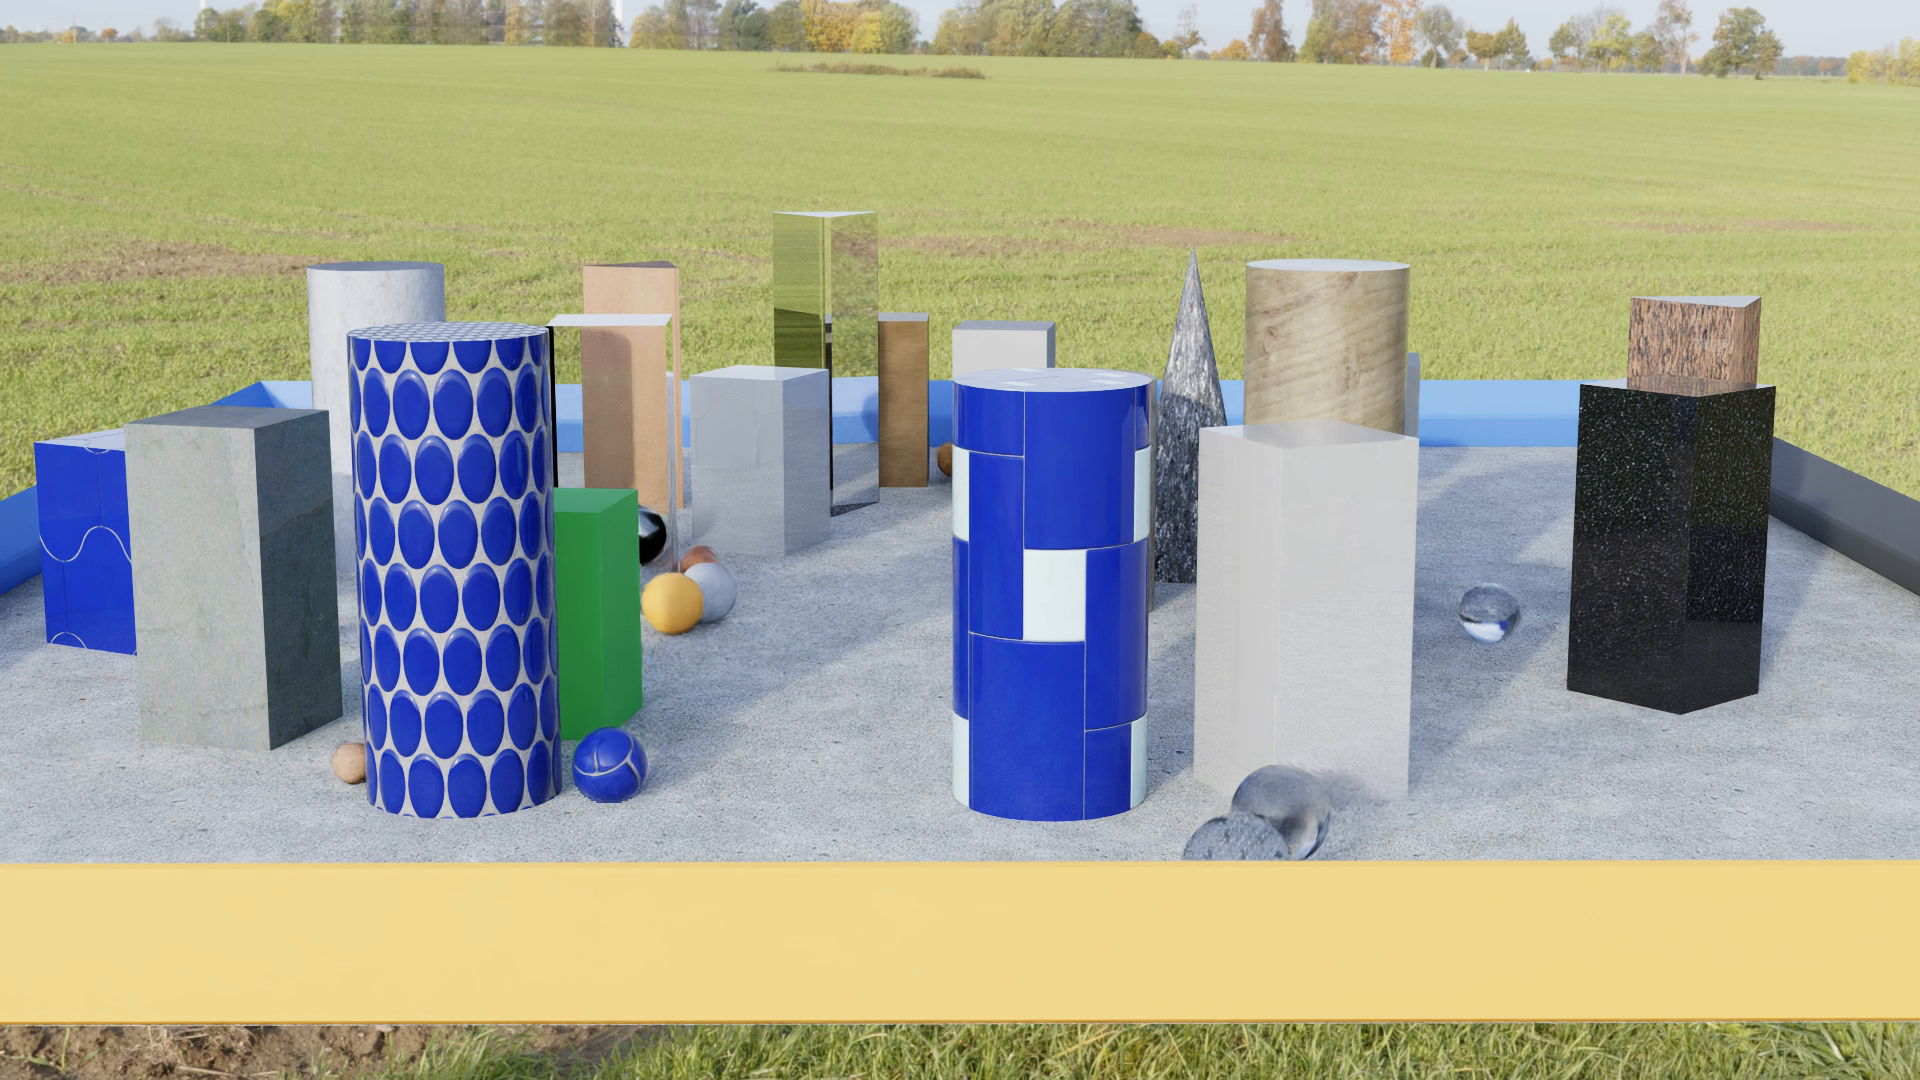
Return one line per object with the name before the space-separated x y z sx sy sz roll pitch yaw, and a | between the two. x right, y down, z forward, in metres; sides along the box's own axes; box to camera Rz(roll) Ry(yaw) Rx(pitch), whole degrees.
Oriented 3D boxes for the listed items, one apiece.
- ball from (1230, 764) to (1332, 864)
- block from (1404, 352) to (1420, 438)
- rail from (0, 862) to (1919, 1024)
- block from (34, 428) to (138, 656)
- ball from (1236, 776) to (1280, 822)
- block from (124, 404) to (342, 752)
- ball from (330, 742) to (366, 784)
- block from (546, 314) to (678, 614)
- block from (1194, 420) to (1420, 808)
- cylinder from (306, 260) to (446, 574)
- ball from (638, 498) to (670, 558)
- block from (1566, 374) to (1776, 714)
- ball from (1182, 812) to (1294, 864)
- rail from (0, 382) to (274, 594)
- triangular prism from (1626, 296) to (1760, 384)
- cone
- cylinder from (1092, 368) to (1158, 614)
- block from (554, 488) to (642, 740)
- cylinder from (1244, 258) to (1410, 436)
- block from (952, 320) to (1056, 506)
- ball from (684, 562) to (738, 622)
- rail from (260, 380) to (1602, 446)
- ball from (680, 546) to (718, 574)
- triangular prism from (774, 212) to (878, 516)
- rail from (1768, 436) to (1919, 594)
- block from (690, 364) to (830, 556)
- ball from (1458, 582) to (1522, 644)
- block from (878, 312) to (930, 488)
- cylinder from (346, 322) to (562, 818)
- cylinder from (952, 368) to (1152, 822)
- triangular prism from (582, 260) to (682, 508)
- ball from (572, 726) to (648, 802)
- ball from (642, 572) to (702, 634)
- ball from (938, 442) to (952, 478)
ball | 0.295 0.252 2.363 0.093 0.093 0.093 0 11 0
block | 0.536 -0.077 3.469 0.157 0.339 0.157 2 11 9
rail | 0.009 0.304 1.984 2.669 0.127 0.045 0 11 0
block | -1.059 -0.002 3.281 0.157 0.258 0.157 6 12 28
ball | 0.290 0.252 2.497 0.044 0.044 0.044 0 11 0
block | -0.795 0.038 2.820 0.157 0.349 0.157 3 11 16
ball | -0.624 0.228 2.632 0.043 0.043 0.043 0 11 0
block | -0.470 -0.105 3.483 0.157 0.388 0.157 -1 11 -3
block | 0.346 0.073 2.584 0.157 0.365 0.157 -5 12 -25
cylinder | -0.850 -0.183 3.769 0.196 0.437 0.196 0 11 0
ball | -0.479 -0.018 3.838 0.087 0.087 0.087 0 11 0
block | 0.826 0.000 2.985 0.157 0.363 0.157 -9 14 -40
ball | 0.238 0.282 2.199 0.096 0.096 0.096 0 11 0
rail | -1.311 0.034 3.442 0.045 0.127 3.028 0 11 0
triangular prism | 0.962 -0.091 3.276 0.147 0.435 0.170 -7 13 -35
cone | 0.332 -0.190 3.700 0.196 0.476 0.196 0 11 0
cylinder | 0.166 -0.064 3.460 0.196 0.315 0.196 0 11 0
block | -0.453 0.079 2.861 0.157 0.253 0.157 1 11 8
cylinder | 0.443 -0.091 3.134 0.196 0.488 0.196 0 11 0
block | 0.075 -0.216 4.336 0.157 0.294 0.157 1 11 7
ball | -0.334 0.069 3.391 0.080 0.080 0.080 0 11 0
rail | -0.009 -0.239 4.914 2.669 0.127 0.045 0 11 0
ball | -0.369 0.037 3.630 0.055 0.055 0.055 0 11 0
triangular prism | -0.199 -0.296 4.245 0.147 0.486 0.170 -7 13 -34
rail | 1.311 0.031 3.456 0.045 0.127 3.028 0 11 0
block | -0.304 -0.124 3.919 0.157 0.265 0.157 4 11 23
ball | 0.674 0.093 3.264 0.078 0.078 0.078 0 11 0
block | -0.134 -0.249 4.527 0.157 0.290 0.157 0 11 1
cylinder | -0.503 0.025 2.563 0.196 0.468 0.196 0 11 0
cylinder | 0.090 0.049 2.558 0.196 0.421 0.196 0 11 0
triangular prism | -0.521 -0.265 4.315 0.170 0.398 0.147 3 11 17
ball | -0.350 0.224 2.566 0.075 0.075 0.075 0 11 0
ball | -0.373 0.081 3.323 0.079 0.079 0.079 0 11 0
ball | -0.008 -0.143 4.573 0.065 0.065 0.065 0 11 0
